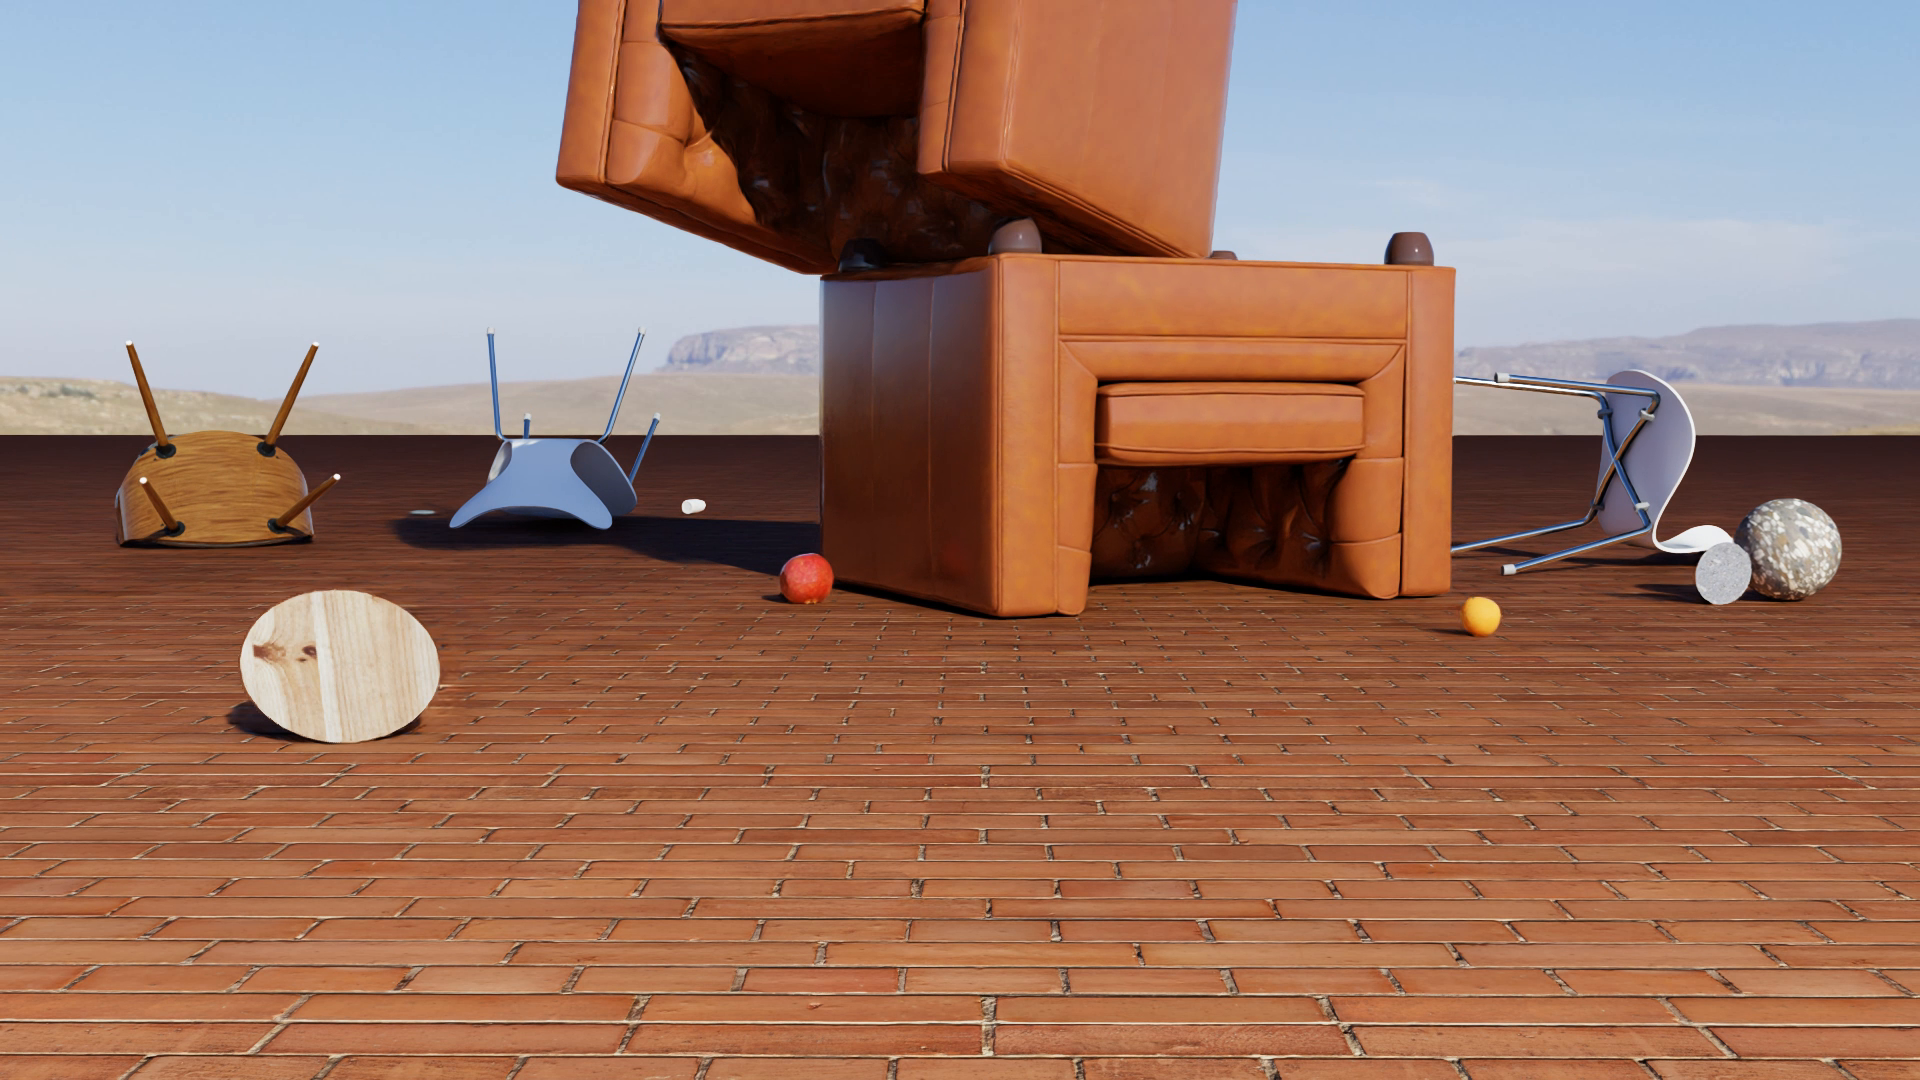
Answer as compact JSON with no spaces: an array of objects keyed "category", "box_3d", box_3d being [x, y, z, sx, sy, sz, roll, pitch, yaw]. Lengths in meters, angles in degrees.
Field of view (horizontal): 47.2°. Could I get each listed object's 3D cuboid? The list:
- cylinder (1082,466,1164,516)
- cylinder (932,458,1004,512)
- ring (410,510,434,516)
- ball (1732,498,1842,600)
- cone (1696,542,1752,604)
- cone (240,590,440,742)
[{"category":"cylinder","box_3d":[0.585,-0.178,7.918,0.313,0.168,0.257,3,5,40]},{"category":"cylinder","box_3d":[0.029,-0.204,8.102,0.244,0.159,0.294,-2,11,-29]},{"category":"ring","box_3d":[-1.920,-0.098,7.855,0.078,0.016,0.103,-5,6,-43]},{"category":"ball","box_3d":[1.752,0.020,4.661,0.218,0.218,0.218,0,4,0]},{"category":"cone","box_3d":[1.600,0.096,4.676,0.110,0.146,0.156,27,-17,11]},{"category":"cone","box_3d":[-0.825,0.204,2.908,0.250,0.236,0.144,0,-36,-23]}]
